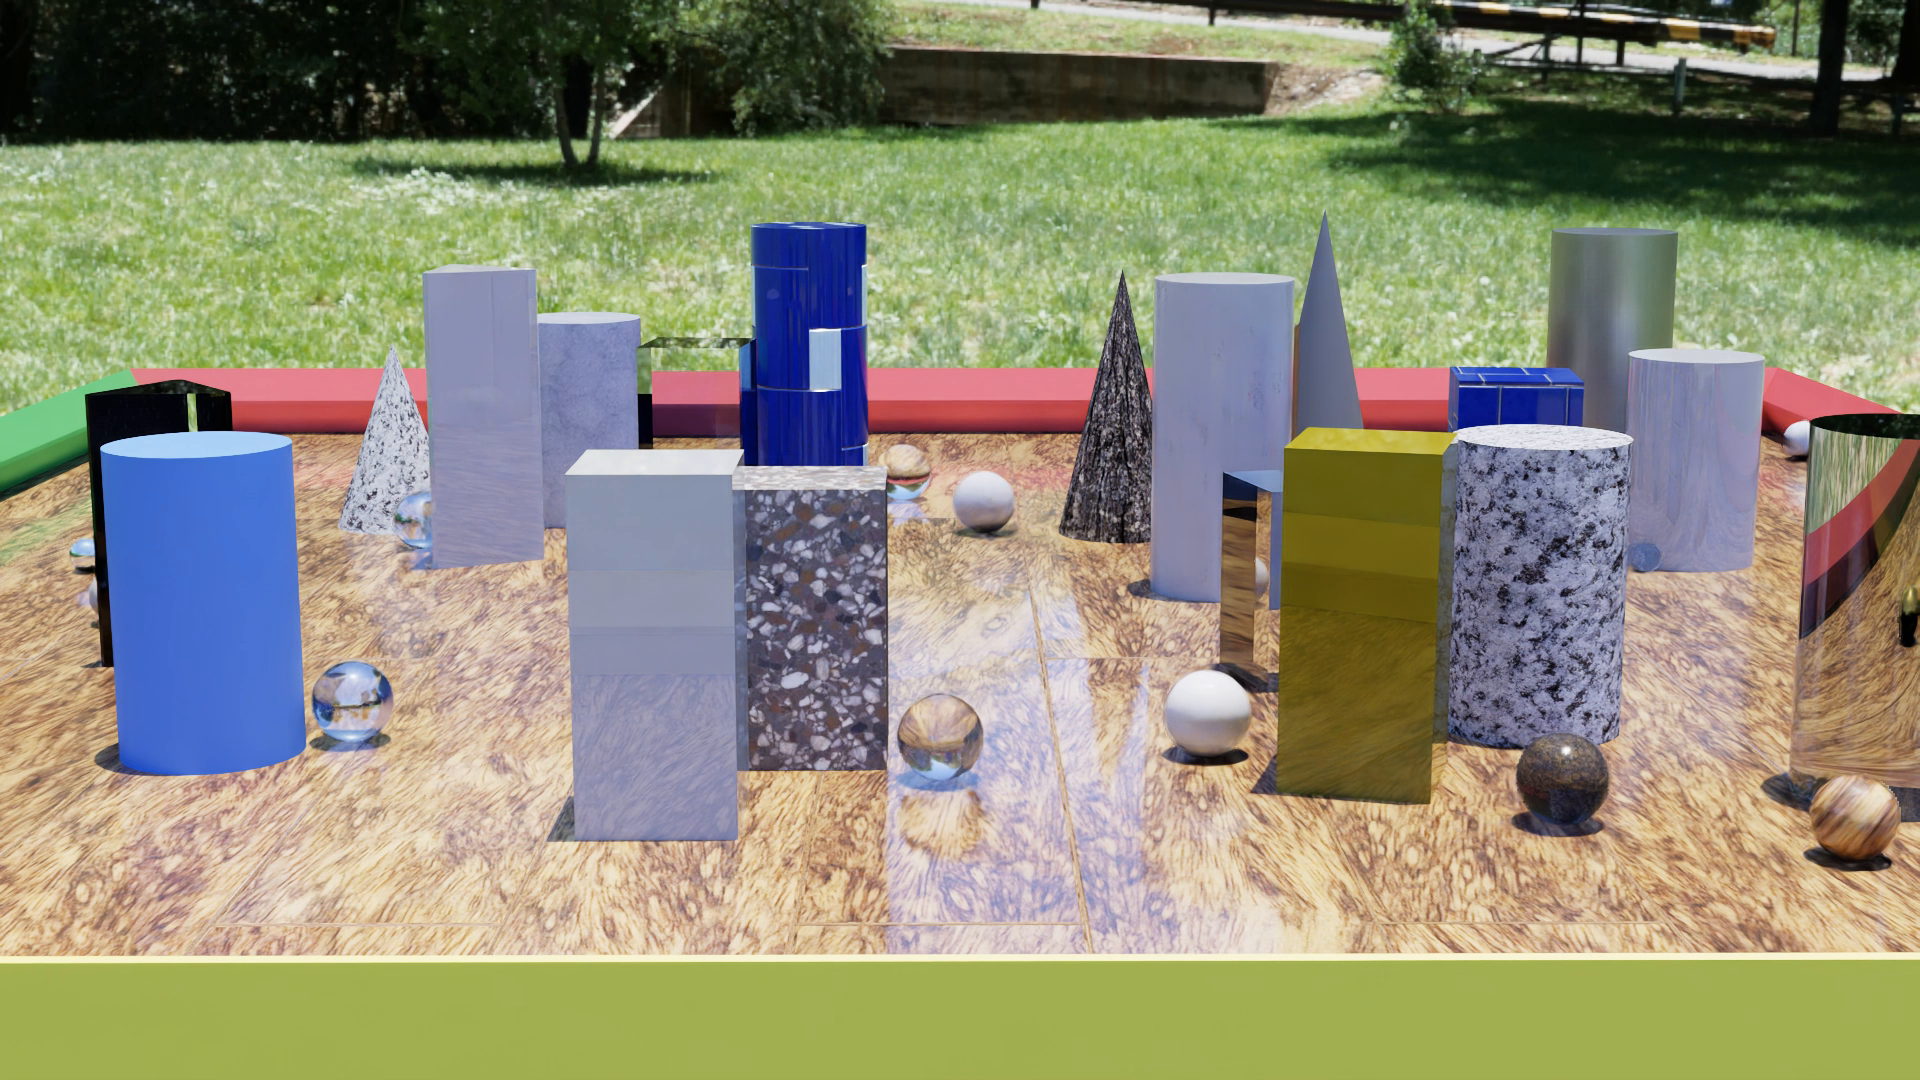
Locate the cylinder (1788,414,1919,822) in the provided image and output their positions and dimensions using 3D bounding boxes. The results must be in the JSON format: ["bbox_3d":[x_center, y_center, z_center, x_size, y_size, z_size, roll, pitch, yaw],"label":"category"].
[{"bbox_3d":[0.938,0.072,2.558,0.193,0.375,0.193,0,11,0],"label":"cylinder"}]

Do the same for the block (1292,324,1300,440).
[{"bbox_3d":[0.472,-0.205,4.261,0.155,0.298,0.155,3,11,16],"label":"block"}]

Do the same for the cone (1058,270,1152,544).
[{"bbox_3d":[0.251,-0.216,4.002,0.193,0.414,0.193,0,11,0],"label":"cone"}]

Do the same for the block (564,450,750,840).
[{"bbox_3d":[-0.289,0.098,2.480,0.155,0.352,0.155,0,11,-1],"label":"block"}]

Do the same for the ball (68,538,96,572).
[{"bbox_3d":[-1.267,0.022,3.722,0.048,0.048,0.048,0,11,0],"label":"ball"}]

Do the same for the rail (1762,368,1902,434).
[{"bbox_3d":[1.625,0.031,3.458,0.045,0.126,3.436,0,11,0],"label":"rail"}]

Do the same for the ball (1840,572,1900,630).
[{"bbox_3d":[1.186,0.079,3.345,0.074,0.074,0.074,0,11,0],"label":"ball"}]

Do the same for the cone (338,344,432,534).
[{"bbox_3d":[-0.899,-0.170,4.088,0.193,0.292,0.193,0,11,0],"label":"cone"}]

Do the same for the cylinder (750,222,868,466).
[{"bbox_3d":[-0.251,-0.294,4.288,0.193,0.462,0.193,0,11,0],"label":"cylinder"}]

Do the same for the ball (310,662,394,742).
[{"bbox_3d":[-0.660,0.176,2.787,0.088,0.088,0.088,0,11,0],"label":"ball"}]

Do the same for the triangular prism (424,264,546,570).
[{"bbox_3d":[-0.725,-0.188,3.805,0.167,0.431,0.145,-5,12,-27],"label":"triangular prism"}]

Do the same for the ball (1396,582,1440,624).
[{"bbox_3d":[0.601,0.083,3.373,0.057,0.057,0.057,0,11,0],"label":"ball"}]

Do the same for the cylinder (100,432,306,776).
[{"bbox_3d":[-0.801,0.063,2.724,0.193,0.332,0.193,0,11,0],"label":"cylinder"}]

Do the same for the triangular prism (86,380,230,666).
[{"bbox_3d":[-0.975,-0.025,3.188,0.167,0.335,0.145,-1,11,-7],"label":"triangular prism"}]

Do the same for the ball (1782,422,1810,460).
[{"bbox_3d":[1.569,-0.186,4.777,0.071,0.071,0.071,0,11,0],"label":"ball"}]

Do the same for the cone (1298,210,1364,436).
[{"bbox_3d":[0.634,-0.341,4.499,0.193,0.478,0.193,0,11,0],"label":"cone"}]

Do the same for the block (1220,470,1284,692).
[{"bbox_3d":[0.414,0.045,3.078,0.155,0.239,0.155,-3,11,-15],"label":"block"}]

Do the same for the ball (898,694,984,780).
[{"bbox_3d":[-0.020,0.203,2.637,0.089,0.089,0.089,0,11,0],"label":"ball"}]

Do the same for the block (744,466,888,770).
[{"bbox_3d":[-0.155,0.080,2.728,0.155,0.297,0.155,0,11,-1],"label":"block"}]

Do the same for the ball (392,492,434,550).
[{"bbox_3d":[-0.815,-0.030,3.893,0.088,0.088,0.088,0,11,0],"label":"ball"}]

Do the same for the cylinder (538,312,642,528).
[{"bbox_3d":[-0.609,-0.196,4.137,0.193,0.326,0.193,0,11,0],"label":"cylinder"}]

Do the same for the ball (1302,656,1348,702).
[{"bbox_3d":[0.422,0.160,2.968,0.052,0.052,0.052,0,11,0],"label":"ball"}]

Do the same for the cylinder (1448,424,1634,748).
[{"bbox_3d":[0.634,0.048,2.824,0.193,0.326,0.193,0,11,0],"label":"cylinder"}]

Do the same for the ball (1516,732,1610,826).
[{"bbox_3d":[0.584,0.231,2.483,0.089,0.089,0.089,0,11,0],"label":"ball"}]

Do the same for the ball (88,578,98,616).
[{"bbox_3d":[-1.107,0.072,3.375,0.076,0.076,0.076,0,11,0],"label":"ball"}]

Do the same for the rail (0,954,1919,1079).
[{"bbox_3d":[0.010,0.342,1.783,3.298,0.126,0.045,0,11,0],"label":"rail"}]

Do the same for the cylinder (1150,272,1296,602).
[{"bbox_3d":[0.364,-0.146,3.567,0.193,0.436,0.193,0,11,0],"label":"cylinder"}]

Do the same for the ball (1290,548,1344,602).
[{"bbox_3d":[0.490,0.048,3.515,0.073,0.073,0.073,0,11,0],"label":"ball"}]

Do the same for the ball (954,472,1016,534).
[{"bbox_3d":[0.038,-0.059,4.026,0.097,0.097,0.097,0,11,0],"label":"ball"}]

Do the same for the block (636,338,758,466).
[{"bbox_3d":[-0.399,-0.149,3.932,0.155,0.308,0.155,1,11,5],"label":"block"}]

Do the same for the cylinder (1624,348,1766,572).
[{"bbox_3d":[1.079,-0.121,3.788,0.193,0.304,0.193,0,11,0],"label":"cylinder"}]

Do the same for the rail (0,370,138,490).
[{"bbox_3d":[-1.625,0.034,3.440,0.045,0.126,3.436,0,11,0],"label":"rail"}]

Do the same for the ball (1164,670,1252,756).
[{"bbox_3d":[0.264,0.184,2.729,0.092,0.092,0.092,0,11,0],"label":"ball"}]

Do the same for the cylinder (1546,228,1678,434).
[{"bbox_3d":[1.031,-0.257,4.081,0.193,0.466,0.193,0,11,0],"label":"cylinder"}]

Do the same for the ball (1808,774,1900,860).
[{"bbox_3d":[0.827,0.257,2.373,0.079,0.079,0.079,0,11,0],"label":"ball"}]

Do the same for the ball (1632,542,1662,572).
[{"bbox_3d":[0.999,0.024,3.727,0.043,0.043,0.043,0,11,0],"label":"ball"}]

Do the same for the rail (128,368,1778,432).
[{"bbox_3d":[-0.010,-0.277,5.115,3.298,0.126,0.045,0,11,0],"label":"rail"}]

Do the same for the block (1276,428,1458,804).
[{"bbox_3d":[0.416,0.073,2.618,0.155,0.352,0.155,3,11,16],"label":"block"}]

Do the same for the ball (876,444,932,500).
[{"bbox_3d":[-0.096,-0.115,4.330,0.095,0.095,0.095,0,11,0],"label":"ball"}]

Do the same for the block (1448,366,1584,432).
[{"bbox_3d":[0.716,-0.051,3.340,0.155,0.331,0.155,1,11,6],"label":"block"}]
